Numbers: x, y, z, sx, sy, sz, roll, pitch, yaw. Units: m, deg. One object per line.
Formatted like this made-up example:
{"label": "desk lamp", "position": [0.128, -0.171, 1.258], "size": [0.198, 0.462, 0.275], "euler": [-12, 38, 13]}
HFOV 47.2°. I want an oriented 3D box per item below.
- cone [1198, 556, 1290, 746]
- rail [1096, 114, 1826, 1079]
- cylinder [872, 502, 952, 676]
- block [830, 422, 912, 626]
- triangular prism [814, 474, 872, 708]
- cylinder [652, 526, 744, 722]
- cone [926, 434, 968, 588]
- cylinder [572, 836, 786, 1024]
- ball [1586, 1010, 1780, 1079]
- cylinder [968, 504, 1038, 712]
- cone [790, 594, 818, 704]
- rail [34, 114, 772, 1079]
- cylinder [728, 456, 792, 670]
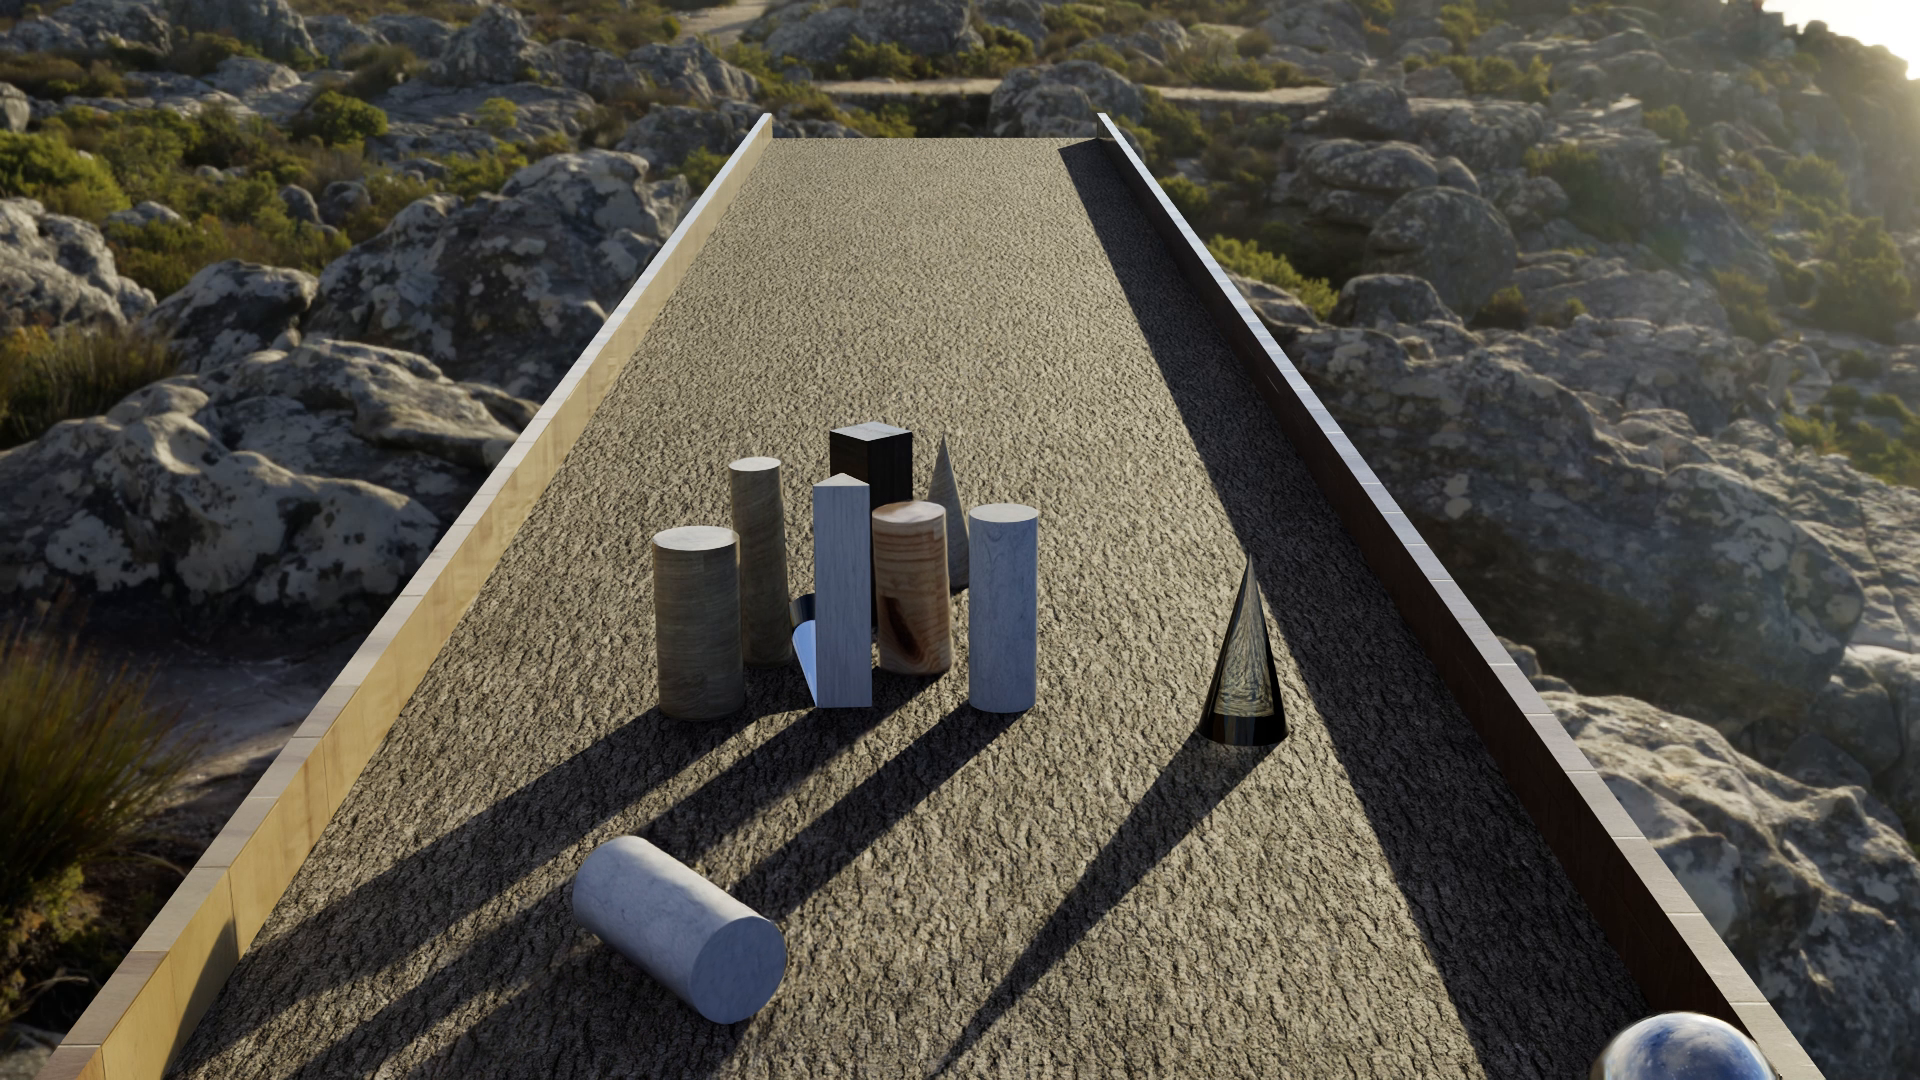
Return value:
{"label": "cone", "position": [0.522, 0.185, 4.004], "size": [0.168, 0.342, 0.168], "euler": [0, 17, 0]}
{"label": "rail", "position": [0.932, -0.844, 7.801], "size": [0.050, 0.150, 12.000], "euler": [0, 17, -1]}
{"label": "cylinder", "position": [-0.094, 0.096, 4.337], "size": [0.145, 0.316, 0.145], "euler": [-3, 17, 1]}
{"label": "block", "position": [-0.186, -0.034, 4.637], "size": [0.123, 0.402, 0.123], "euler": [-15, 22, -40]}
{"label": "triangular prism", "position": [-0.220, 0.095, 4.145], "size": [0.103, 0.434, 0.089], "euler": [-1, 17, -2]}
{"label": "cylinder", "position": [-0.490, 0.155, 4.122], "size": [0.161, 0.332, 0.161], "euler": [0, 17, 0]}
{"label": "cone", "position": [-0.036, -0.077, 4.893], "size": [0.165, 0.337, 0.165], "euler": [0, 17, 0]}
{"label": "cylinder", "position": [-0.401, 0.547, 3.116], "size": [0.154, 0.154, 0.332], "euler": [-12, 21, -36]}
{"label": "ball", "position": [0.850, 0.669, 2.578], "size": [0.228, 0.228, 0.228], "euler": [0, 17, 0]}
{"label": "cylinder", "position": [0.081, 0.128, 4.142], "size": [0.130, 0.373, 0.130], "euler": [0, 17, 0]}
{"label": "cone", "position": [-0.285, 0.239, 4.323], "size": [0.117, 0.117, 0.357], "euler": [-1, 26, -4]}
{"label": "rail", "position": [-1.118, -0.838, 7.780], "size": [0.050, 0.150, 12.000], "euler": [0, 17, -1]}
{"label": "cylinder", "position": [-0.393, 0.046, 4.350], "size": [0.102, 0.408, 0.102], "euler": [-2, 17, 1]}
